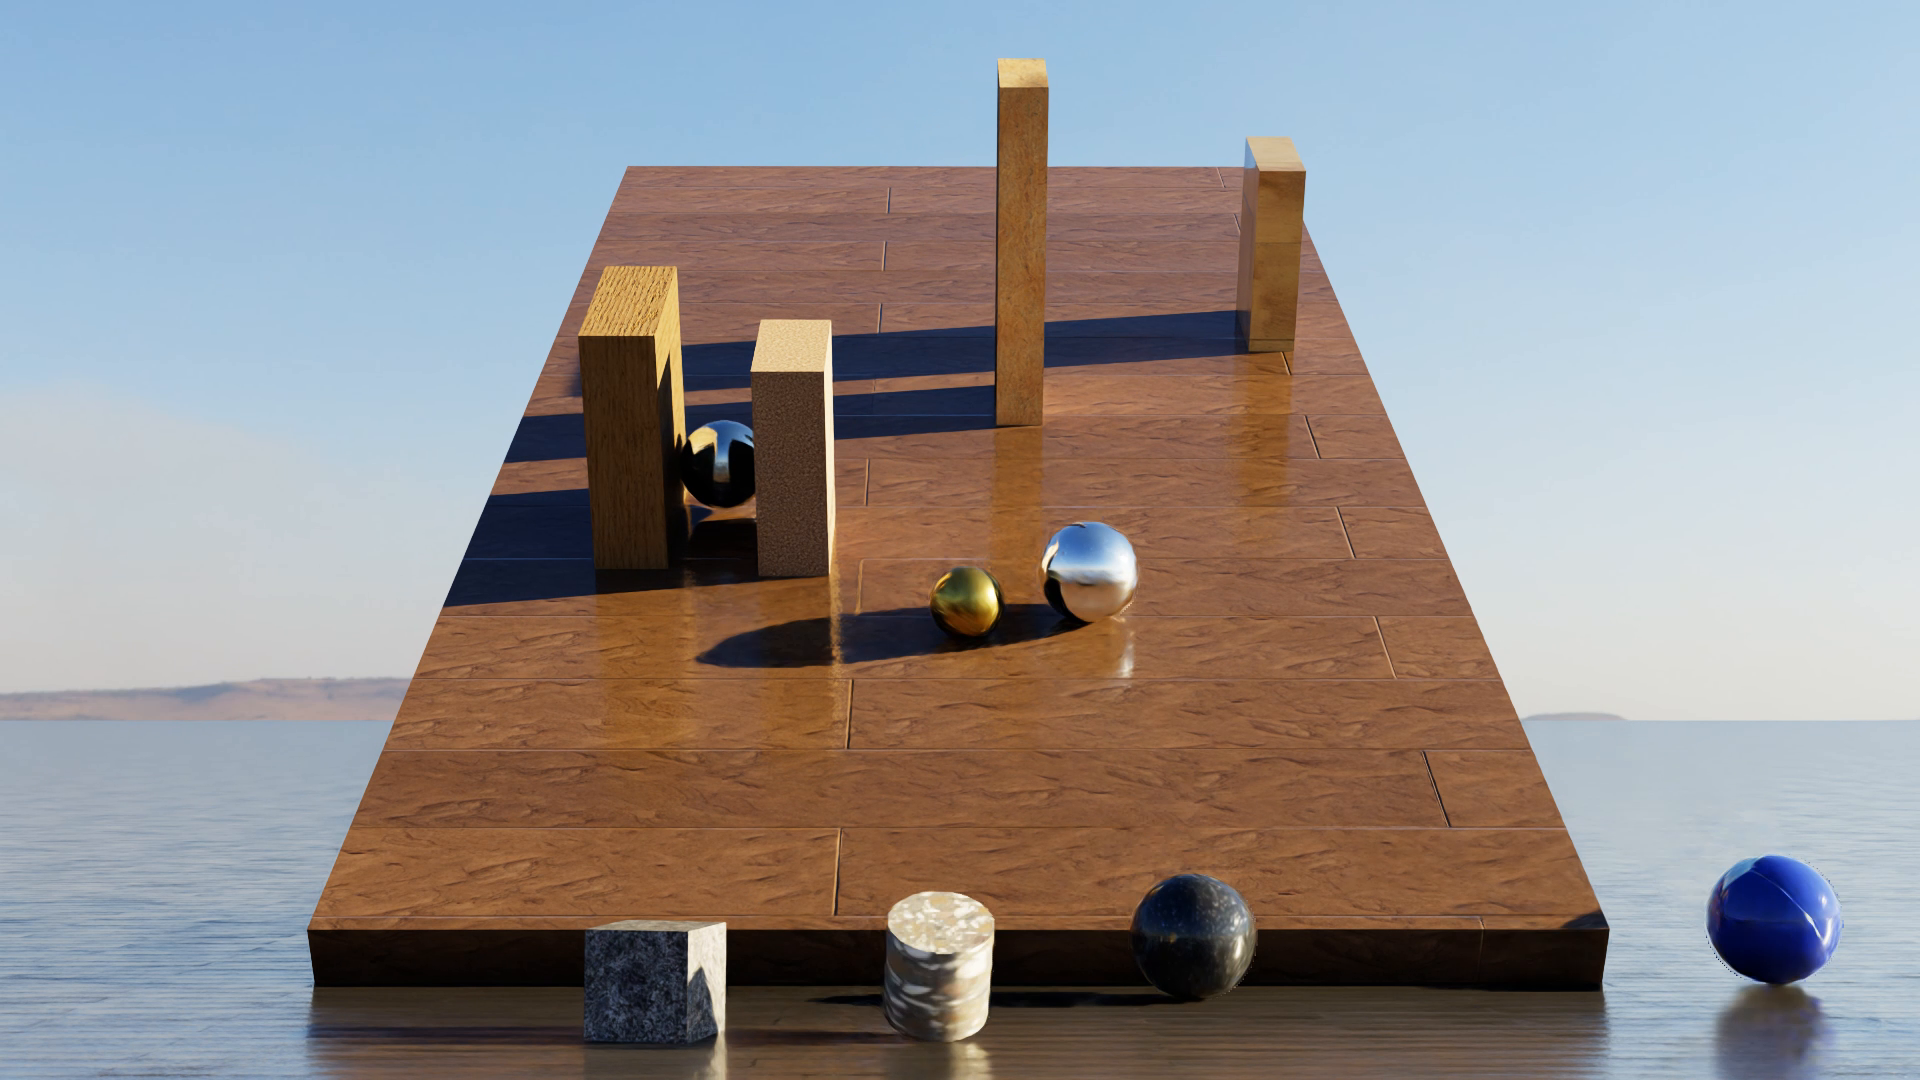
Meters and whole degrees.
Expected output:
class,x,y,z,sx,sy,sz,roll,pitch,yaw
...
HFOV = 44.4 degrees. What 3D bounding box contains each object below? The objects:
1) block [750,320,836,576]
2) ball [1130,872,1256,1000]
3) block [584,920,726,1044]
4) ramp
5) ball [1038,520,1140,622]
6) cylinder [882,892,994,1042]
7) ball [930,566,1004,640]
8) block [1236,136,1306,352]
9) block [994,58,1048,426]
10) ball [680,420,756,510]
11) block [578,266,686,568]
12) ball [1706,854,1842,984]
class,x,y,z,sx,sy,sz,roll,pitch,yaw
block,-0.331,-0.186,4.726,0.141,0.439,0.281,0,26,0
ball,0.341,0.580,3.449,0.184,0.184,0.184,0,-4,0
block,-0.396,0.573,3.066,0.141,0.141,0.141,-1,-4,14
ramp,-0.010,-0.229,5.434,2.000,0.100,4.000,0,26,0
ball,0.246,0.060,4.500,0.195,0.195,0.195,0,-4,0
cylinder,-0.028,0.547,3.023,0.137,0.137,0.137,3,25,-1
ball,0.013,0.118,4.441,0.141,0.141,0.141,0,-4,0
block,0.769,-0.737,5.846,0.111,0.460,0.293,0,26,0
block,0.136,-0.670,5.330,0.105,0.787,0.246,0,26,0
ball,-0.493,-0.157,4.924,0.187,0.187,0.187,0,-4,0
block,-0.659,-0.254,4.795,0.147,0.499,0.402,0,26,0
ball,1.259,0.587,3.645,0.199,0.199,0.199,0,-4,0
